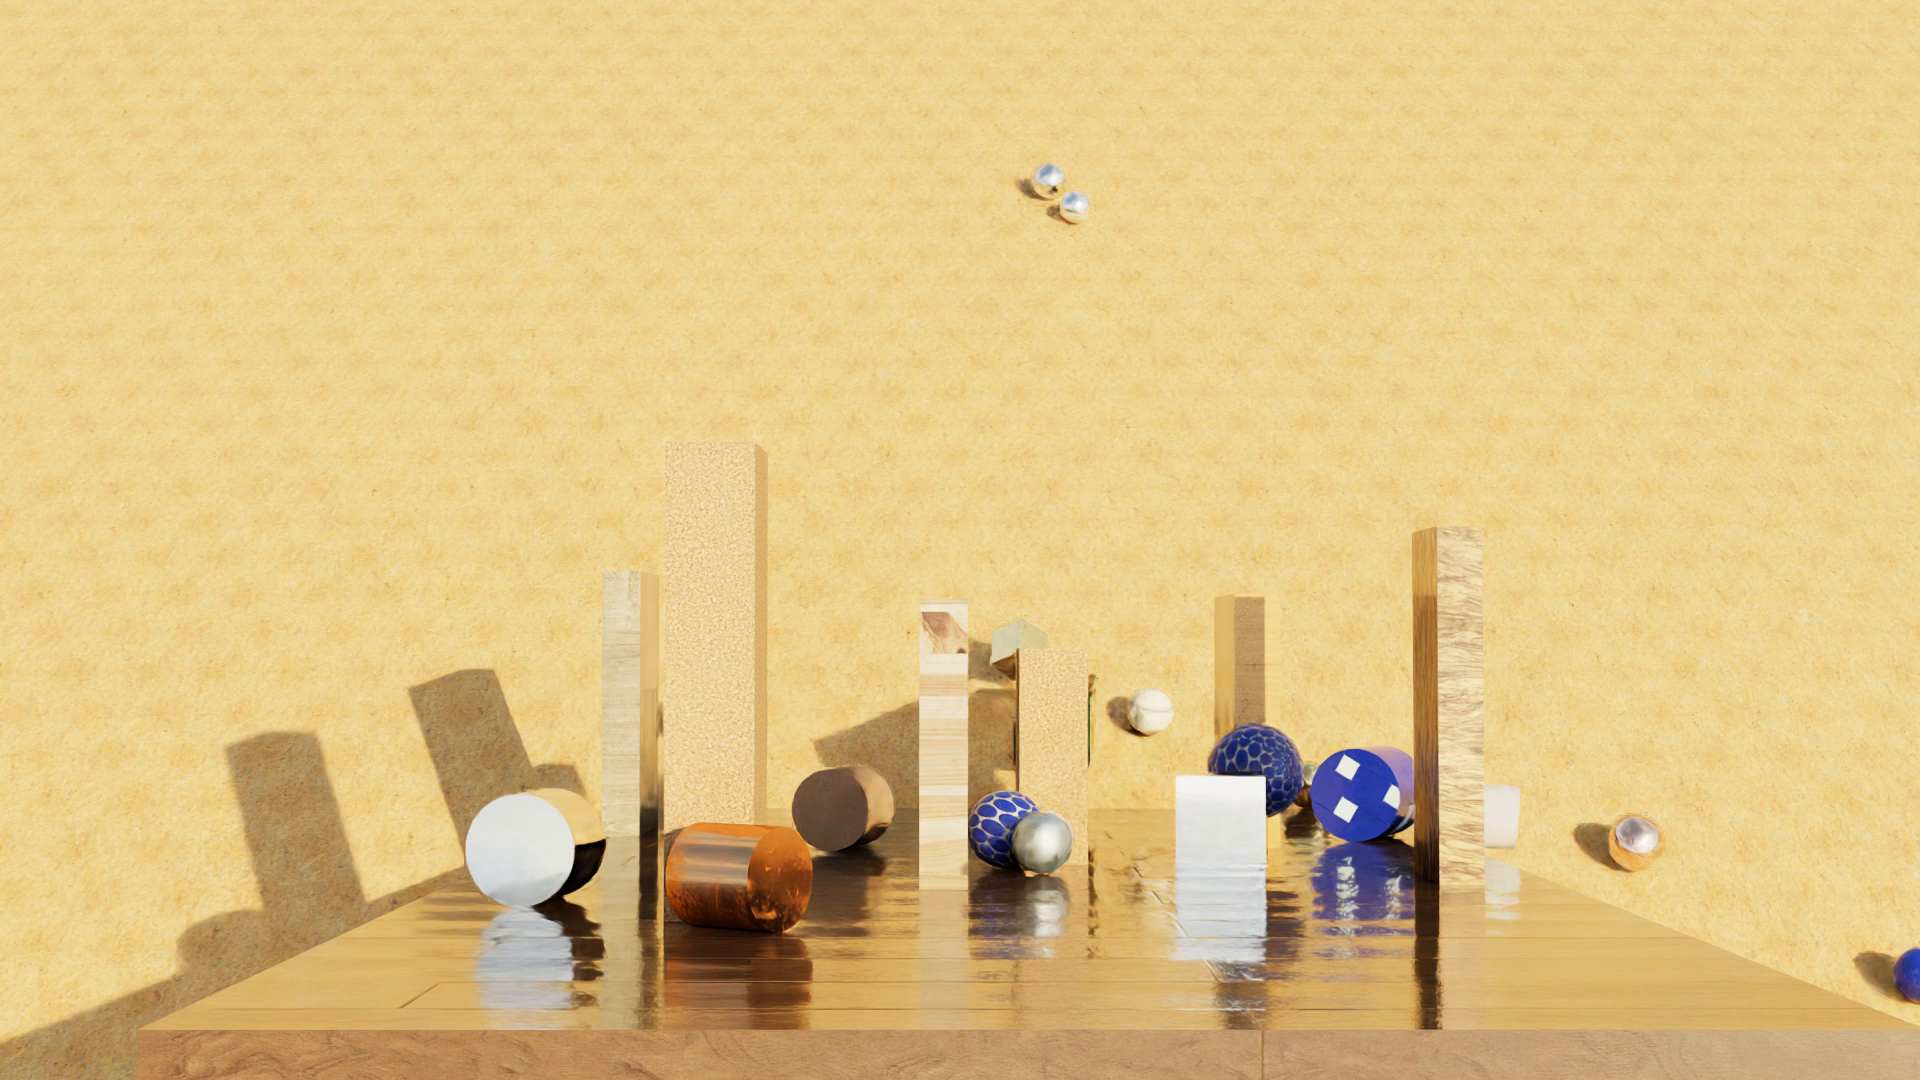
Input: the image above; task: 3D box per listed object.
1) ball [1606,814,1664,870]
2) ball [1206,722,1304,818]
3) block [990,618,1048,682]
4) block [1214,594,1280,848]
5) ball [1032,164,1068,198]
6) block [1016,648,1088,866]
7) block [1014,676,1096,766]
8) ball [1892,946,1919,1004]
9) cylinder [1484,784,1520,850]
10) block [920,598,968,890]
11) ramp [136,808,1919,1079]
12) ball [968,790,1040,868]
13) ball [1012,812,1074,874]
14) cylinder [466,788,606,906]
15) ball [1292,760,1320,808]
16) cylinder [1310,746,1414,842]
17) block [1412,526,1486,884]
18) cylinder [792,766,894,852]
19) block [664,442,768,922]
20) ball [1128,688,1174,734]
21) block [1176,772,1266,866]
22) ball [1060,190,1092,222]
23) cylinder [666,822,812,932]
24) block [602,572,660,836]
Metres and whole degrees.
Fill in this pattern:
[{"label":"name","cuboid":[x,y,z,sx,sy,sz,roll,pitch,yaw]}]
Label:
[{"label":"ball","cuboid":[1.767,0.792,6.804,0.145,0.145,0.145,0,36,0]},{"label":"ball","cuboid":[0.617,0.484,5.438,0.202,0.202,0.202,0,36,0]},{"label":"block","cuboid":[0.168,0.310,7.333,0.113,0.113,0.113,-26,44,33]},{"label":"block","cuboid":[0.634,0.394,5.760,0.097,0.541,0.435,0,-2,0]},{"label":"ball","cuboid":[0.333,-1.338,9.695,0.132,0.132,0.132,0,36,0]},{"label":"block","cuboid":[0.184,0.432,5.277,0.134,0.426,0.344,0,-2,0]},{"label":"block","cuboid":[0.260,0.489,7.098,0.204,0.204,0.204,2,10,6]},{"label":"ball","cuboid":[2.379,1.074,6.426,0.140,0.140,0.140,0,36,0]},{"label":"cylinder","cuboid":[1.121,0.591,5.575,0.138,0.138,0.138,4,37,7]},{"label":"block","cuboid":[-0.029,0.369,4.814,0.085,0.514,0.435,0,-2,0]},{"label":"ramp","cuboid":[0.080,0.680,4.902,2.000,0.100,4.000,0,-2,0]},{"label":"ball","cuboid":[0.089,0.559,5.029,0.151,0.151,0.151,0,36,0]},{"label":"ball","cuboid":[0.155,0.572,4.912,0.117,0.117,0.117,0,36,0]},{"label":"cylinder","cuboid":[-0.712,0.515,4.372,0.186,0.186,0.186,6,-1,8]},{"label":"ball","cuboid":[0.920,0.648,6.888,0.126,0.126,0.126,0,36,0]},{"label":"cylinder","cuboid":[0.914,0.565,5.815,0.204,0.204,0.204,21,7,26]},{"label":"block","cuboid":[0.905,0.303,4.828,0.082,0.646,0.260,0,-2,0]},{"label":"cylinder","cuboid":[-0.248,0.570,5.535,0.171,0.171,0.171,13,1,16]},{"label":"block","cuboid":[-0.392,0.226,4.209,0.141,0.749,0.271,0,-2,0]},{"label":"ball","cuboid":[0.530,0.477,7.242,0.130,0.130,0.130,0,36,0]},{"label":"block","cuboid":[0.520,0.555,5.199,0.174,0.174,0.174,0,-2,5]},{"label":"ball","cuboid":[0.423,-1.224,9.552,0.117,0.117,0.117,0,36,0]},{"label":"cylinder","cuboid":[-0.335,0.511,3.951,0.158,0.158,0.158,-2,31,35]},{"label":"block","cuboid":[-0.768,0.378,6.077,0.086,0.599,0.370,0,-2,0]}]
